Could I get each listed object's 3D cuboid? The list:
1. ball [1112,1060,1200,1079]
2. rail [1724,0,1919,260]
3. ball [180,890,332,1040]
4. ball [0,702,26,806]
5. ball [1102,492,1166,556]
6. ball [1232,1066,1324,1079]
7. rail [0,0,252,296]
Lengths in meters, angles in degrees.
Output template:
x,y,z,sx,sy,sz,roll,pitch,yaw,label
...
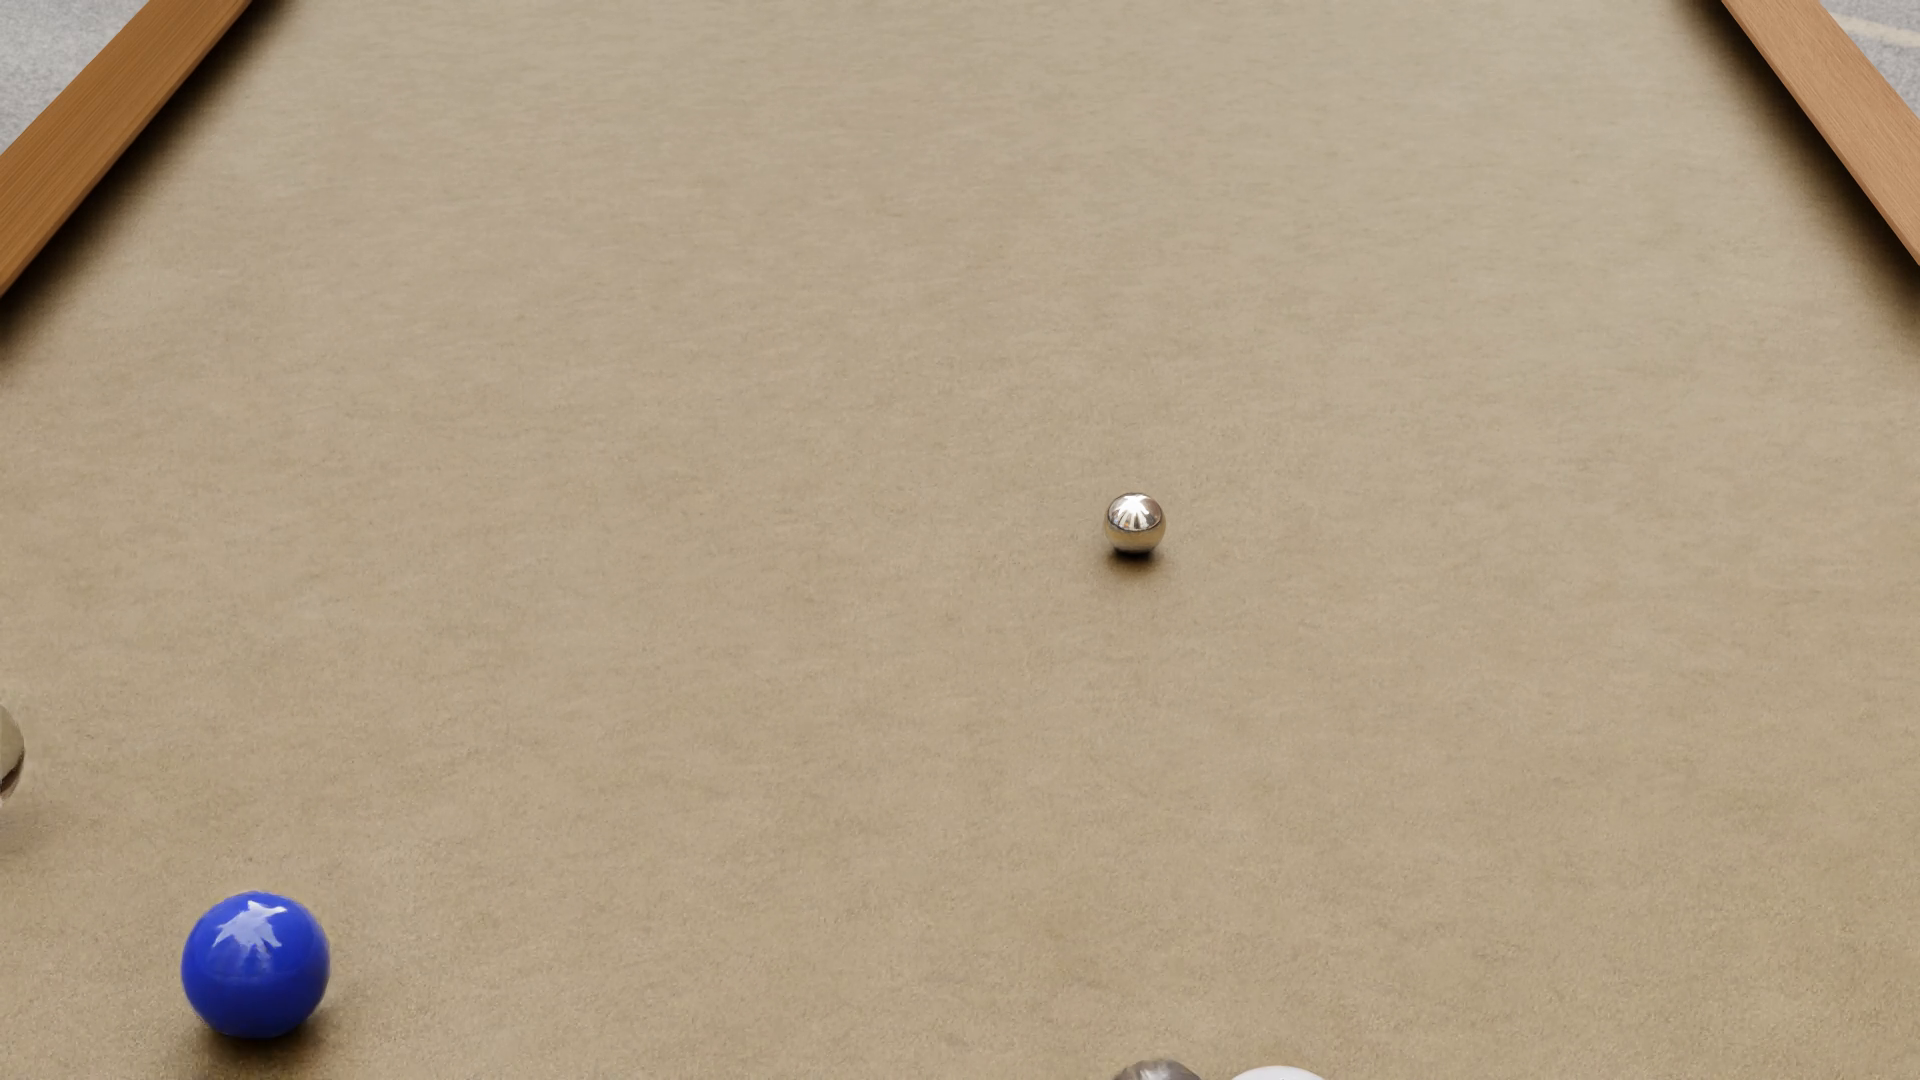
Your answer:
x,y,z,sx,sy,sz,roll,pitch,yaw,label
0.091,0.266,1.353,0.054,0.054,0.054,0,26,0,ball
0.767,-0.324,2.487,0.045,0.102,2.833,1,26,1,rail
-0.346,0.209,1.447,0.072,0.072,0.072,0,26,0,ball
-0.557,0.119,1.622,0.078,0.078,0.078,0,26,0,ball
0.114,-0.011,1.924,0.042,0.042,0.042,0,26,0,ball
0.142,0.274,1.311,0.078,0.078,0.078,0,26,0,ball
-0.736,-0.339,2.517,0.045,0.102,2.833,1,26,1,rail
